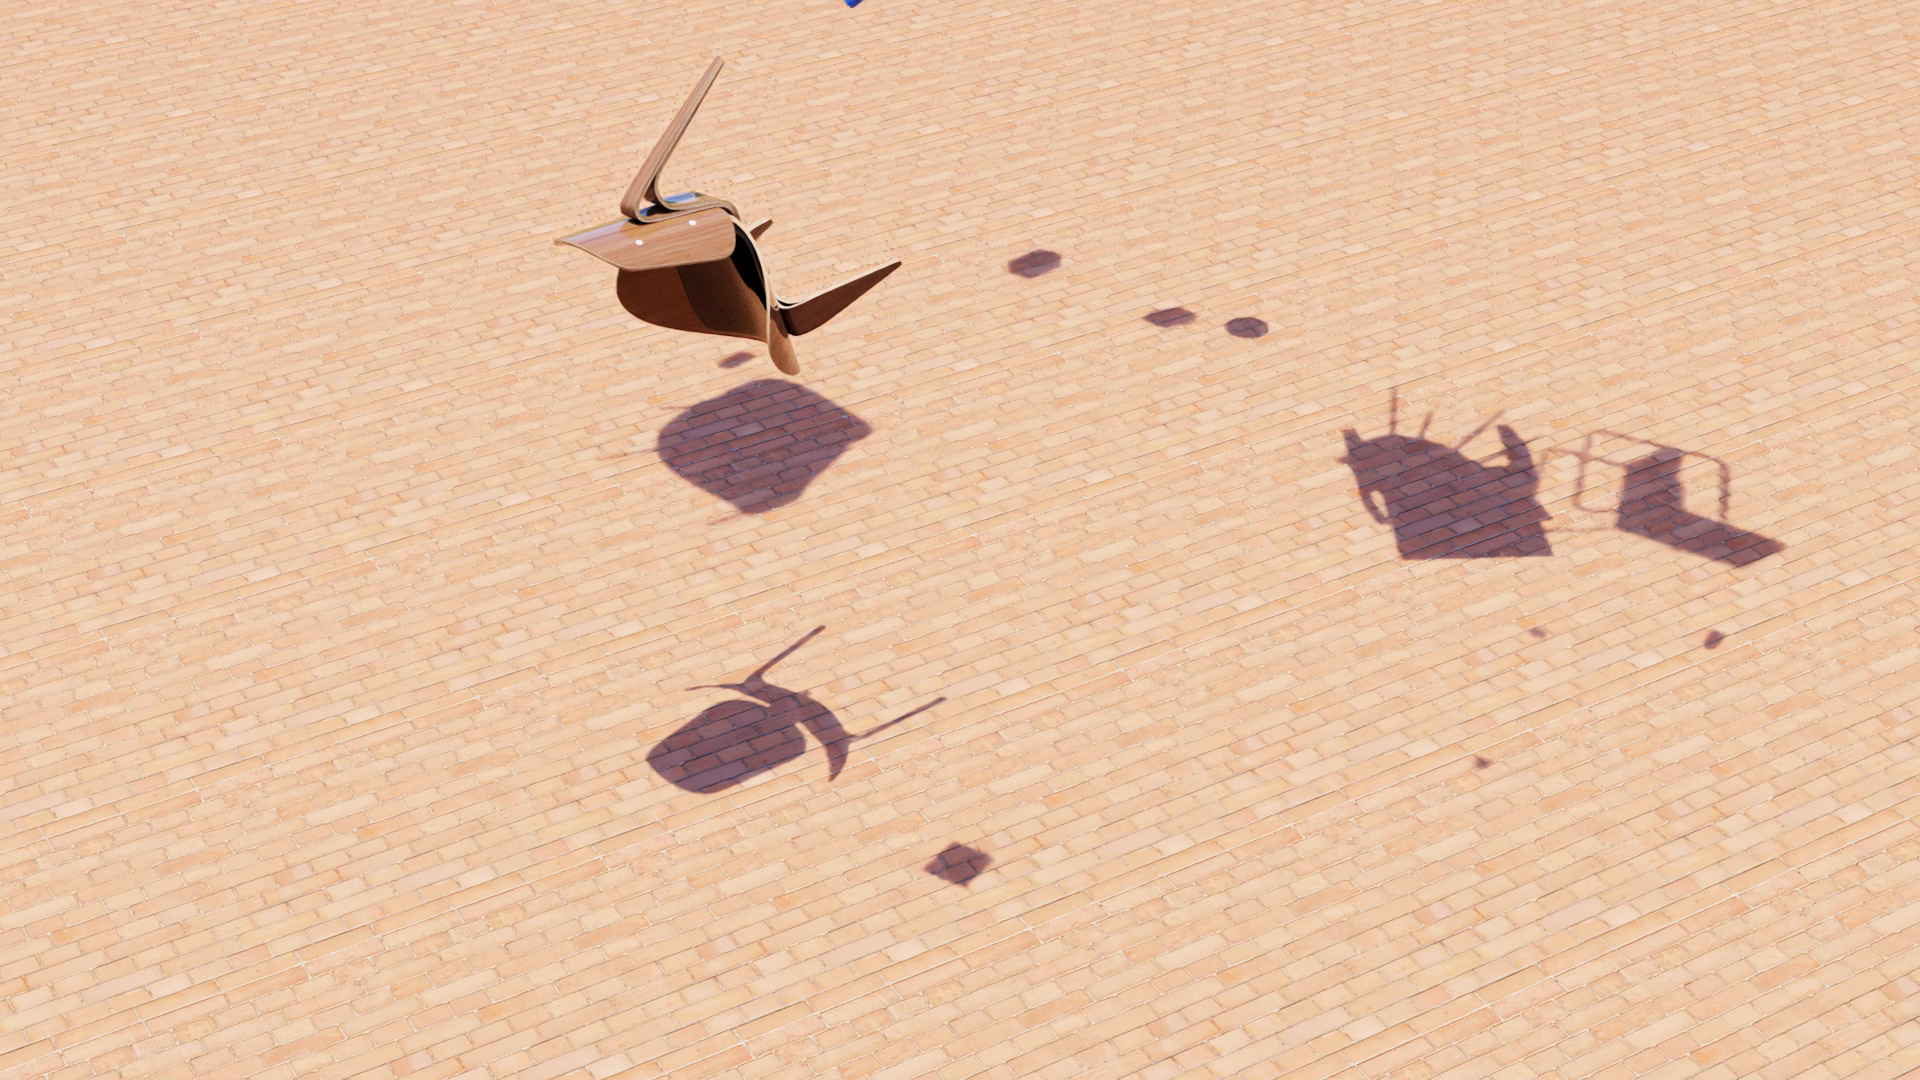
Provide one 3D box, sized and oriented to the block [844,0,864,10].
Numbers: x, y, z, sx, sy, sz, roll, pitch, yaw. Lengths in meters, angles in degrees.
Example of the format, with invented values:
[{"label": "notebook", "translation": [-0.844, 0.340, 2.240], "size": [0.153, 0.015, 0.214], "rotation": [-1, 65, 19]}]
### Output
[{"label": "block", "translation": [-0.249, -1.500, 7.642], "size": [0.181, 0.143, 0.096], "rotation": [-44, 8, -39]}]
